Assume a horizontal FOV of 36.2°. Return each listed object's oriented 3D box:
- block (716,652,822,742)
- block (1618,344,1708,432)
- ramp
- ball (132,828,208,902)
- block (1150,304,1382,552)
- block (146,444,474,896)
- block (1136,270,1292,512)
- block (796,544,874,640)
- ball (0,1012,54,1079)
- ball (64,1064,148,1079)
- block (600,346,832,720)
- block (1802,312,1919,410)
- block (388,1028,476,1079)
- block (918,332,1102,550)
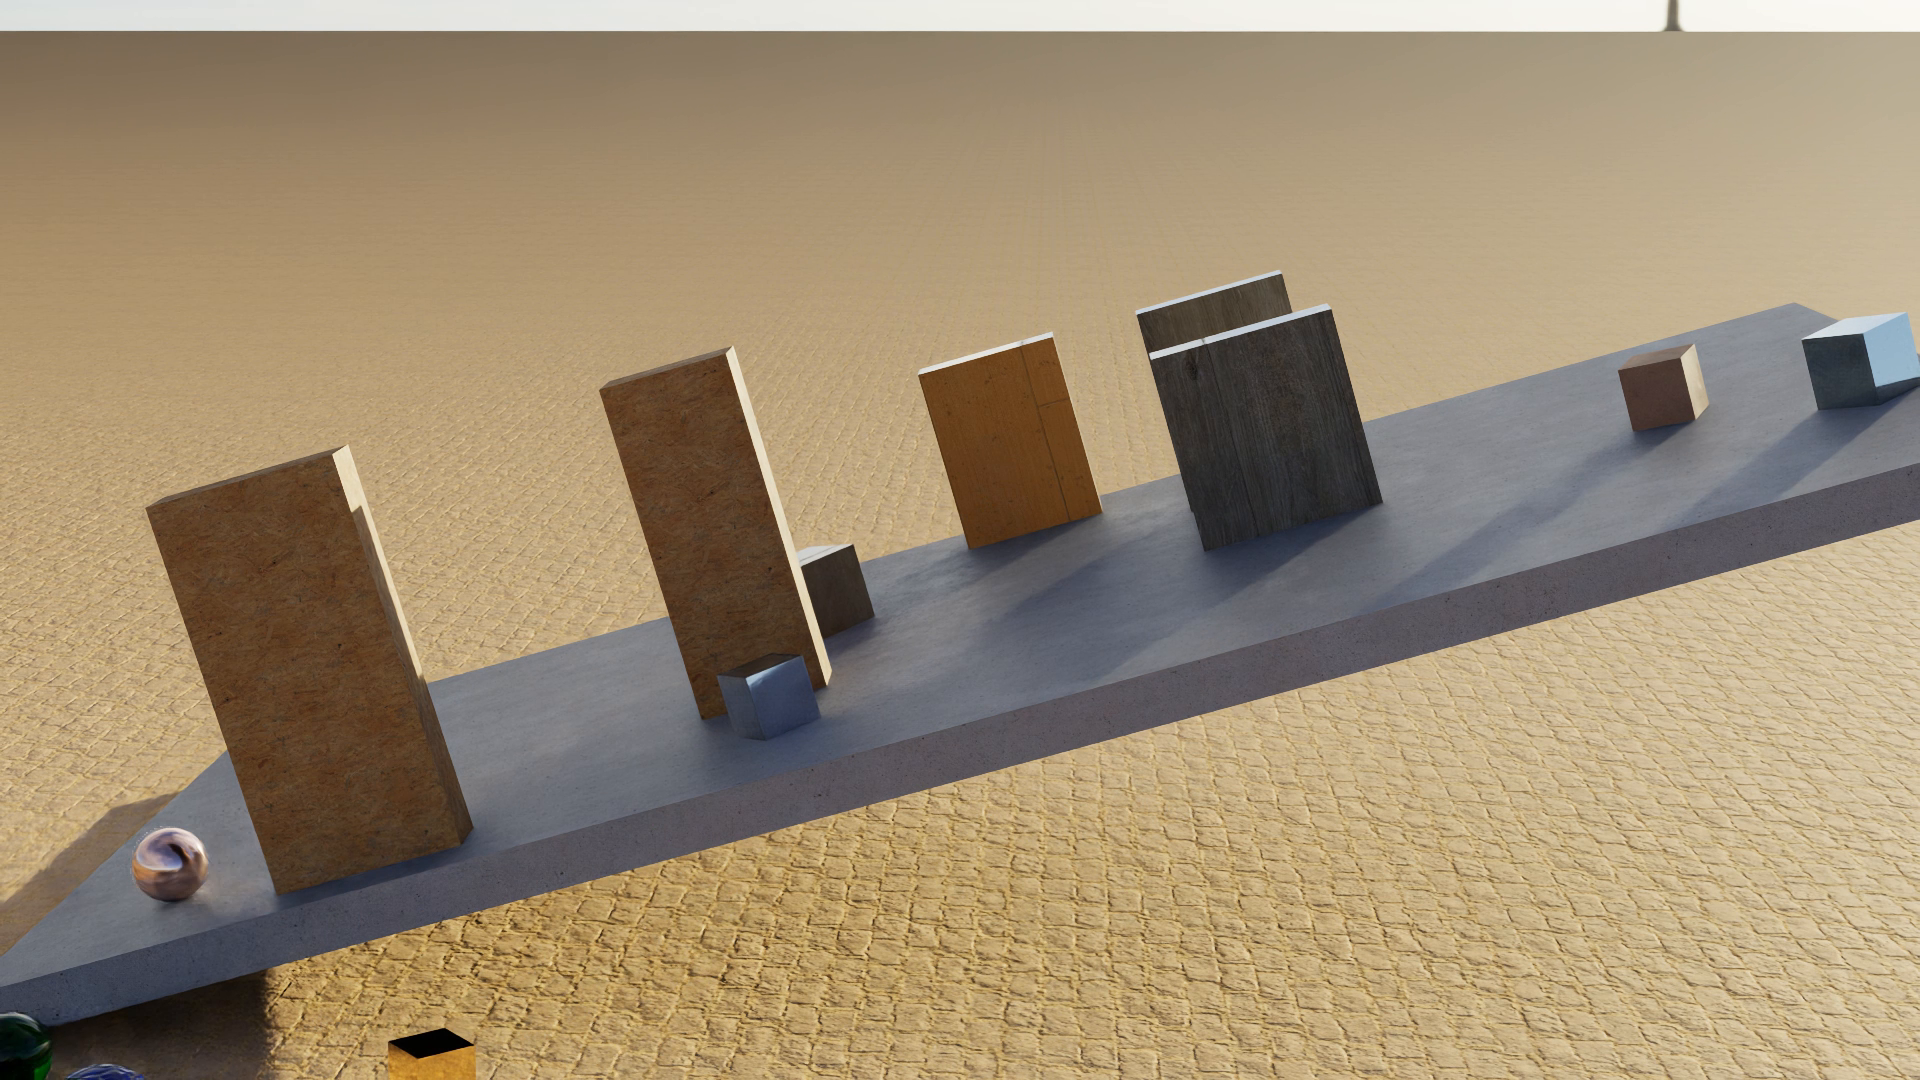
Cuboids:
[{"bbox_3d":[-0.373,0.305,5.740,0.129,0.129,0.129,-22,11,-29],"label":"block"},{"bbox_3d":[1.481,-0.321,6.190,0.134,0.134,0.134,-11,11,29],"label":"block"},{"bbox_3d":[0.088,0.188,6.322,4.000,0.100,2.000,-16,10,5],"label":"ramp"},{"bbox_3d":[-1.548,0.636,5.767,0.145,0.145,0.145,0,11,0],"label":"ball"},{"bbox_3d":[0.648,-0.238,6.234,0.390,0.426,0.108,-16,10,5],"label":"block"},{"bbox_3d":[-1.221,0.247,5.549,0.367,0.774,0.122,-16,10,5],"label":"block"},{"bbox_3d":[0.627,-0.338,6.698,0.339,0.471,0.081,-16,10,5],"label":"block"},{"bbox_3d":[-0.330,0.121,6.584,0.171,0.171,0.171,-24,12,-37],"label":"block"},{"bbox_3d":[-1.702,0.922,5.268,0.149,0.149,0.149,0,11,0],"label":"ball"},{"bbox_3d":[-1.419,0.969,4.869,0.202,0.202,0.202,0,11,0],"label":"ball"},{"bbox_3d":[-0.496,-0.014,6.017,0.267,0.708,0.137,-16,10,5],"label":"block"},{"bbox_3d":[1.788,-0.354,5.828,0.147,0.147,0.147,-23,12,-34],"label":"block"},{"bbox_3d":[-0.938,0.948,5.227,0.113,0.113,0.113,-8,13,-37],"label":"block"},{"bbox_3d":[0.122,-0.239,7.067,0.333,0.439,0.107,-16,10,5],"label":"block"}]
